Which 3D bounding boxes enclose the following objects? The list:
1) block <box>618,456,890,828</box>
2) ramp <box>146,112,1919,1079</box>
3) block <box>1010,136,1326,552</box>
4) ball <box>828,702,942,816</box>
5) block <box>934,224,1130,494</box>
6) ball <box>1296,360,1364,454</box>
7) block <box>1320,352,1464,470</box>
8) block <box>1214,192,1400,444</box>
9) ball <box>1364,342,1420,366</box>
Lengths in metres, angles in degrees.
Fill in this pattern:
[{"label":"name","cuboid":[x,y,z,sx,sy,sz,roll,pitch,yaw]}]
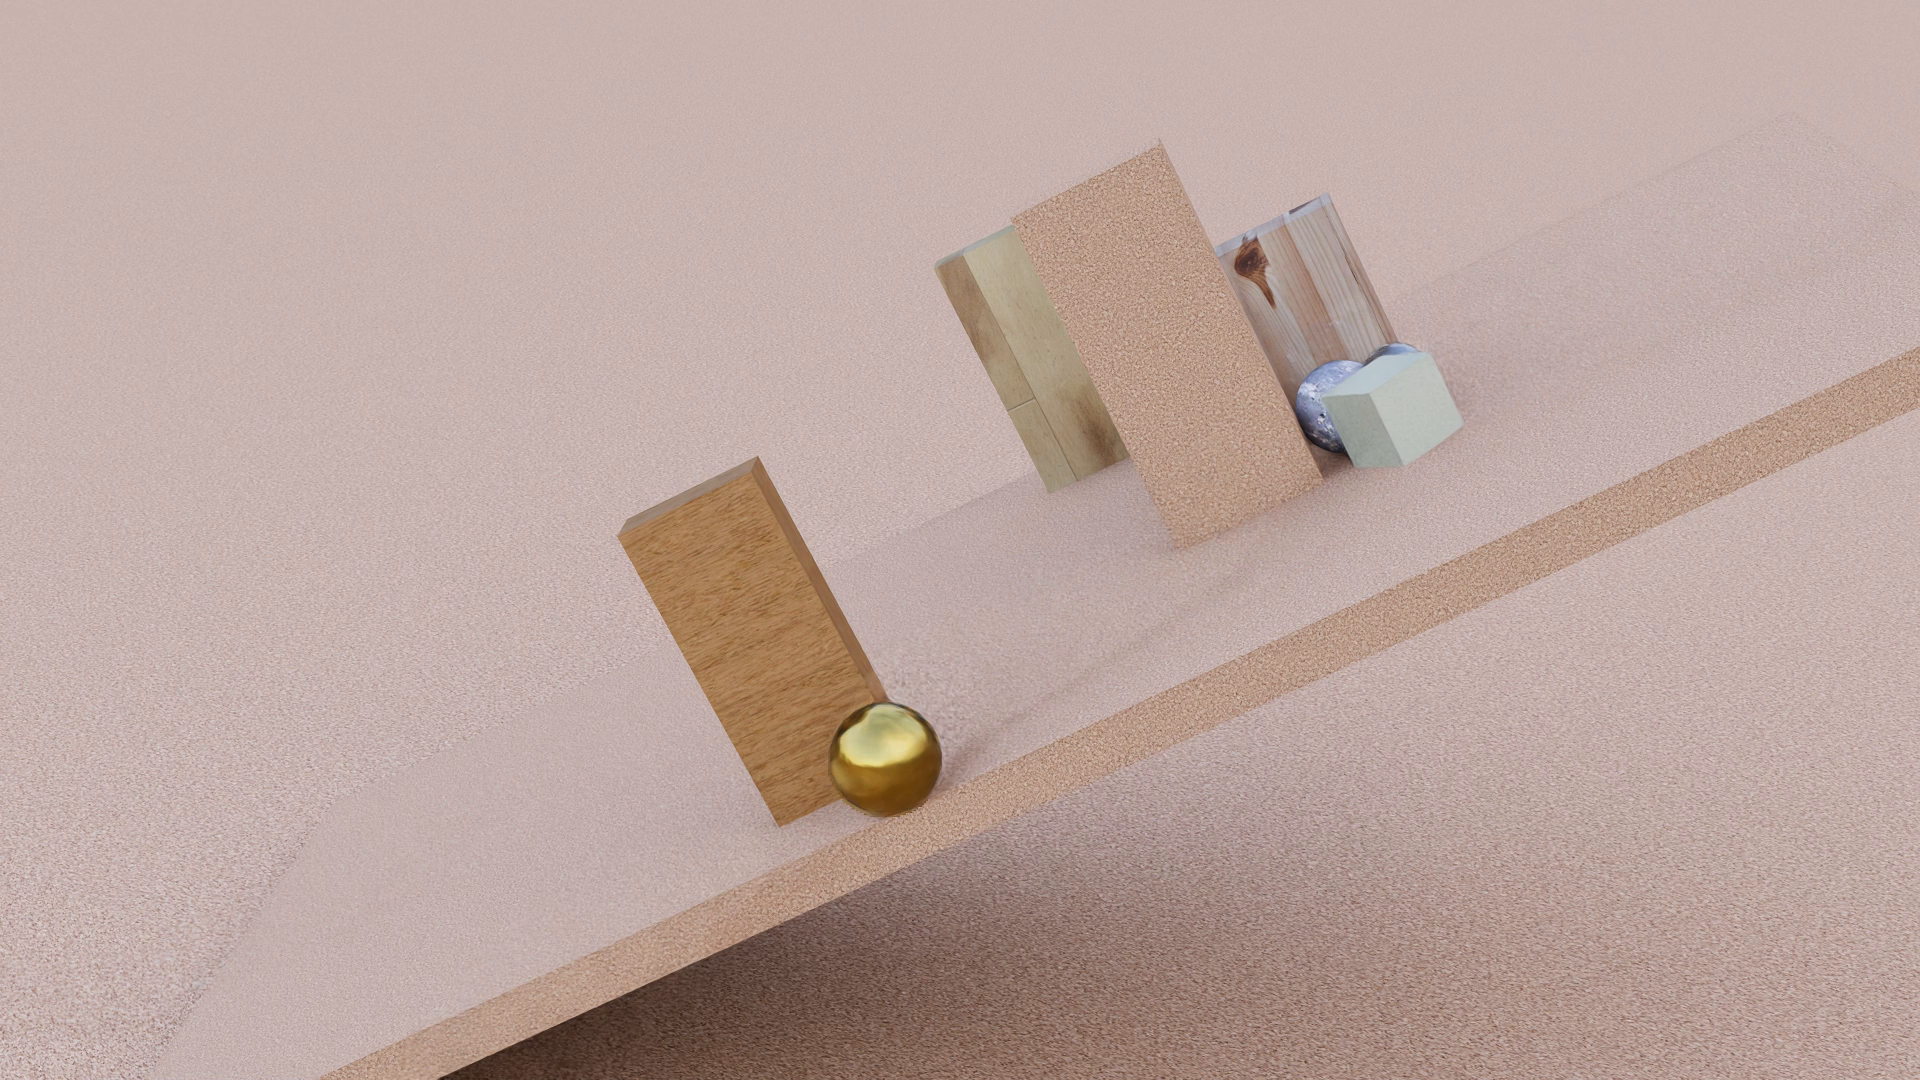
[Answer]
[{"label":"block","cuboid":[-0.362,0.195,5.561,0.282,0.644,0.115,-25,14,10]},{"label":"ramp","cuboid":[0.139,0.168,6.281,4.000,0.100,2.000,-25,14,10]},{"label":"block","cuboid":[0.421,-0.391,5.935,0.328,0.768,0.109,-25,14,10]},{"label":"ball","cuboid":[-0.135,0.395,5.323,0.205,0.205,0.205,0,17,0]},{"label":"block","cuboid":[0.201,-0.439,6.891,0.277,0.601,0.093,-25,14,10]},{"label":"ball","cuboid":[0.784,-0.274,6.034,0.191,0.191,0.191,0,17,0]},{"label":"block","cuboid":[0.863,-0.258,5.873,0.168,0.168,0.168,-34,15,-23]},{"label":"block","cuboid":[0.705,-0.442,6.245,0.388,0.453,0.119,-25,14,10]},{"label":"ball","cuboid":[0.910,-0.339,6.127,0.147,0.147,0.147,0,17,0]}]
